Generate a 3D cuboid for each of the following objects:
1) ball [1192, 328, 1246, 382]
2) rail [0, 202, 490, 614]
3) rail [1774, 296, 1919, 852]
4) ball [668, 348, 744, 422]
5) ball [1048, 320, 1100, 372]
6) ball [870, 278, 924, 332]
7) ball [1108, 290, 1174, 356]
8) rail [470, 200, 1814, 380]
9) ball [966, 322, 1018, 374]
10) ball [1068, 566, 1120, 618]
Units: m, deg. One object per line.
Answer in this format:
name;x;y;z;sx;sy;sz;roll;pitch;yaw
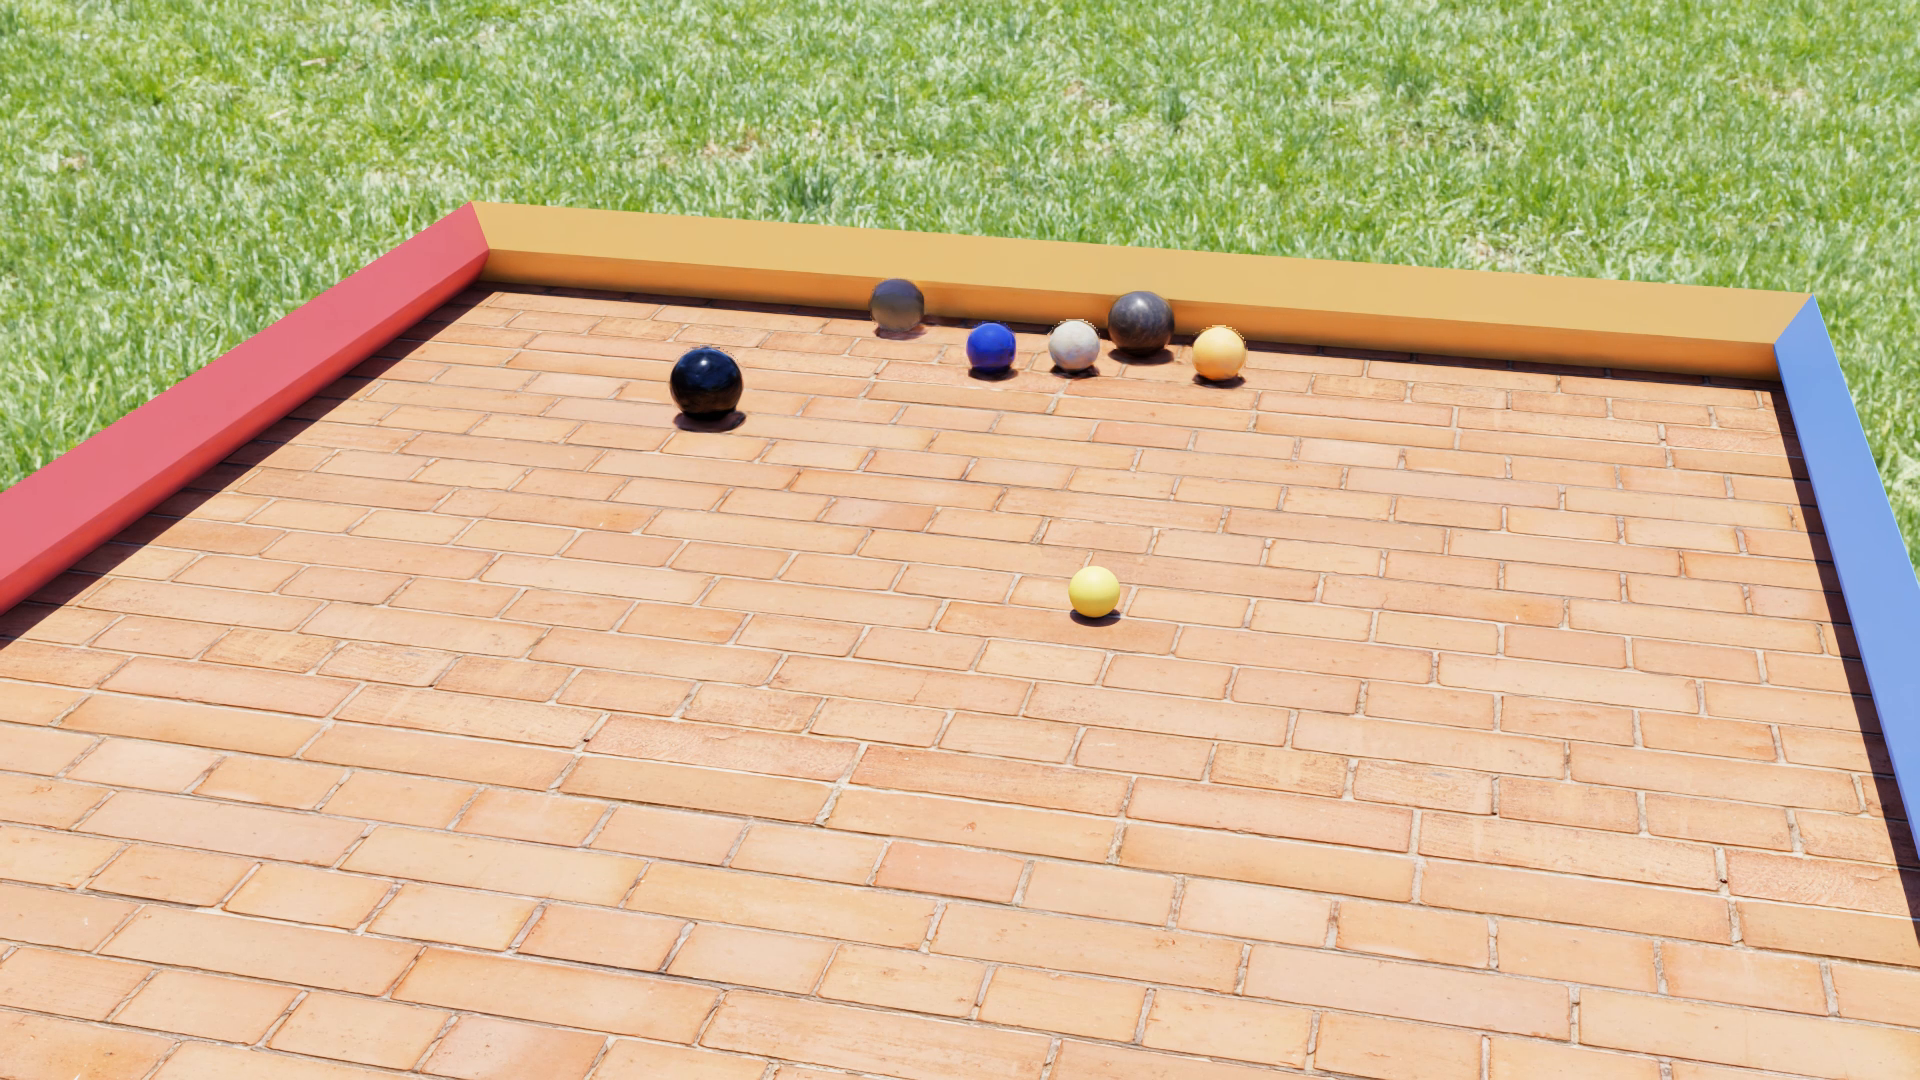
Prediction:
ball;0.338;-0.243;2.873;0.070;0.070;0.070;0;25;0
rail;-1.076;0.220;1.797;0.045;0.120;3.271;6;25;12
rail;0.695;0.397;1.411;0.045;0.120;3.271;6;25;12
ball;-0.316;-0.193;2.738;0.092;0.092;0.092;0;25;0
ball;0.151;-0.255;2.904;0.068;0.068;0.068;0;25;0
ball;-0.086;-0.325;3.048;0.075;0.075;0.075;0;25;0
ball;0.243;-0.291;2.955;0.089;0.089;0.089;0;25;0
rail;0.185;-0.343;3.030;1.869;0.120;0.045;6;25;12
ball;0.041;-0.252;2.896;0.068;0.068;0.068;0;25;0
ball;0.137;0.053;2.246;0.053;0.053;0.053;0;25;0
